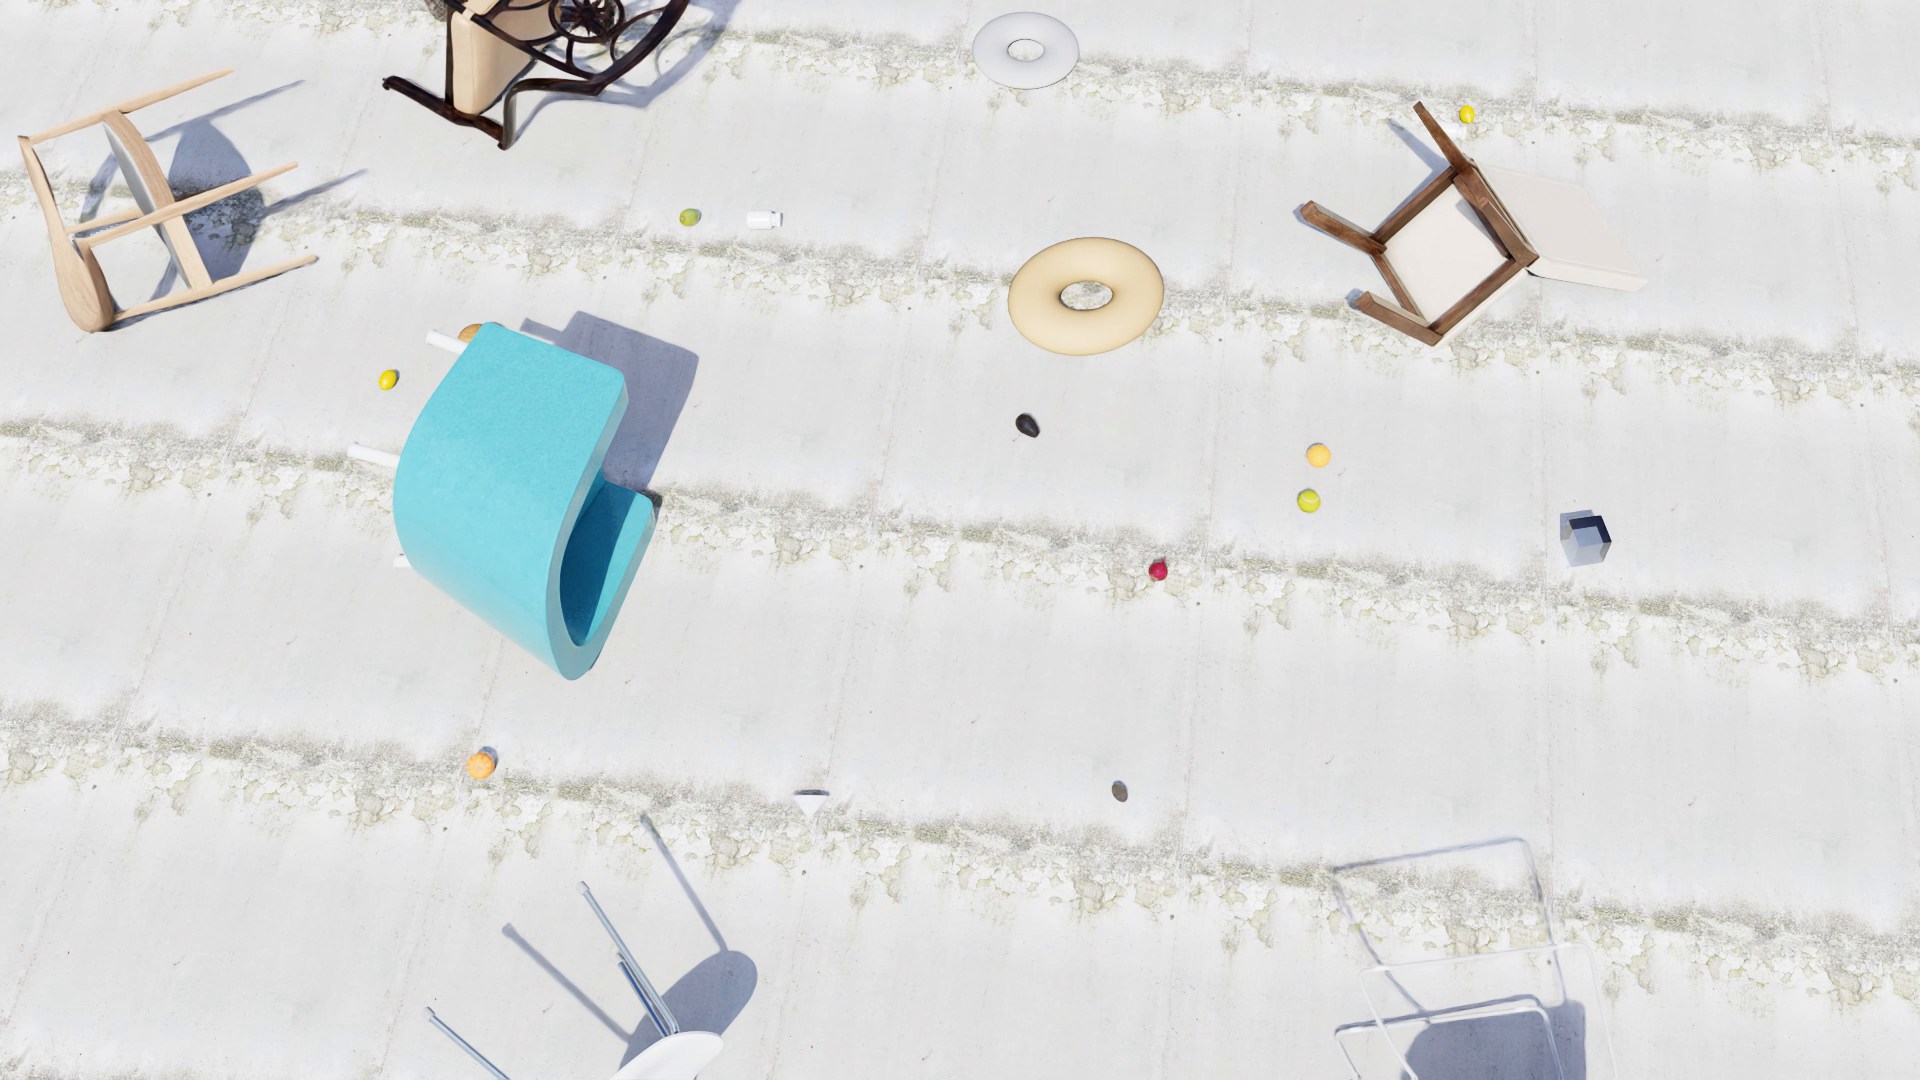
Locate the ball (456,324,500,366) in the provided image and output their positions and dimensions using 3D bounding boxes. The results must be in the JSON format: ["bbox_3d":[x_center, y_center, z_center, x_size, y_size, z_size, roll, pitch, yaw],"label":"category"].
[{"bbox_3d":[-1.511,-0.612,6.902,0.136,0.136,0.136,0,56,0],"label":"ball"}]

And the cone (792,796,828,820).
[{"bbox_3d":[-0.415,0.738,6.062,0.107,0.058,0.065,2,80,-5],"label":"cone"}]

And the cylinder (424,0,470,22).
[{"bbox_3d":[-1.859,-1.977,7.832,0.144,0.111,0.261,-32,61,-2],"label":"cylinder"}]

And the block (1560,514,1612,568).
[{"bbox_3d":[1.851,0.003,6.505,0.101,0.110,0.097,-8,57,-5],"label":"block"}]

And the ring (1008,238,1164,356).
[{"bbox_3d":[0.402,-0.780,7.021,0.514,0.129,0.443,-20,59,-12],"label":"ring"}]

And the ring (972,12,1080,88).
[{"bbox_3d":[0.229,-1.714,7.689,0.378,0.059,0.373,-18,58,-12],"label":"ring"}]

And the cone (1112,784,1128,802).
[{"bbox_3d":[0.452,0.697,6.095,0.057,0.046,0.035,46,33,20],"label":"cone"}]
